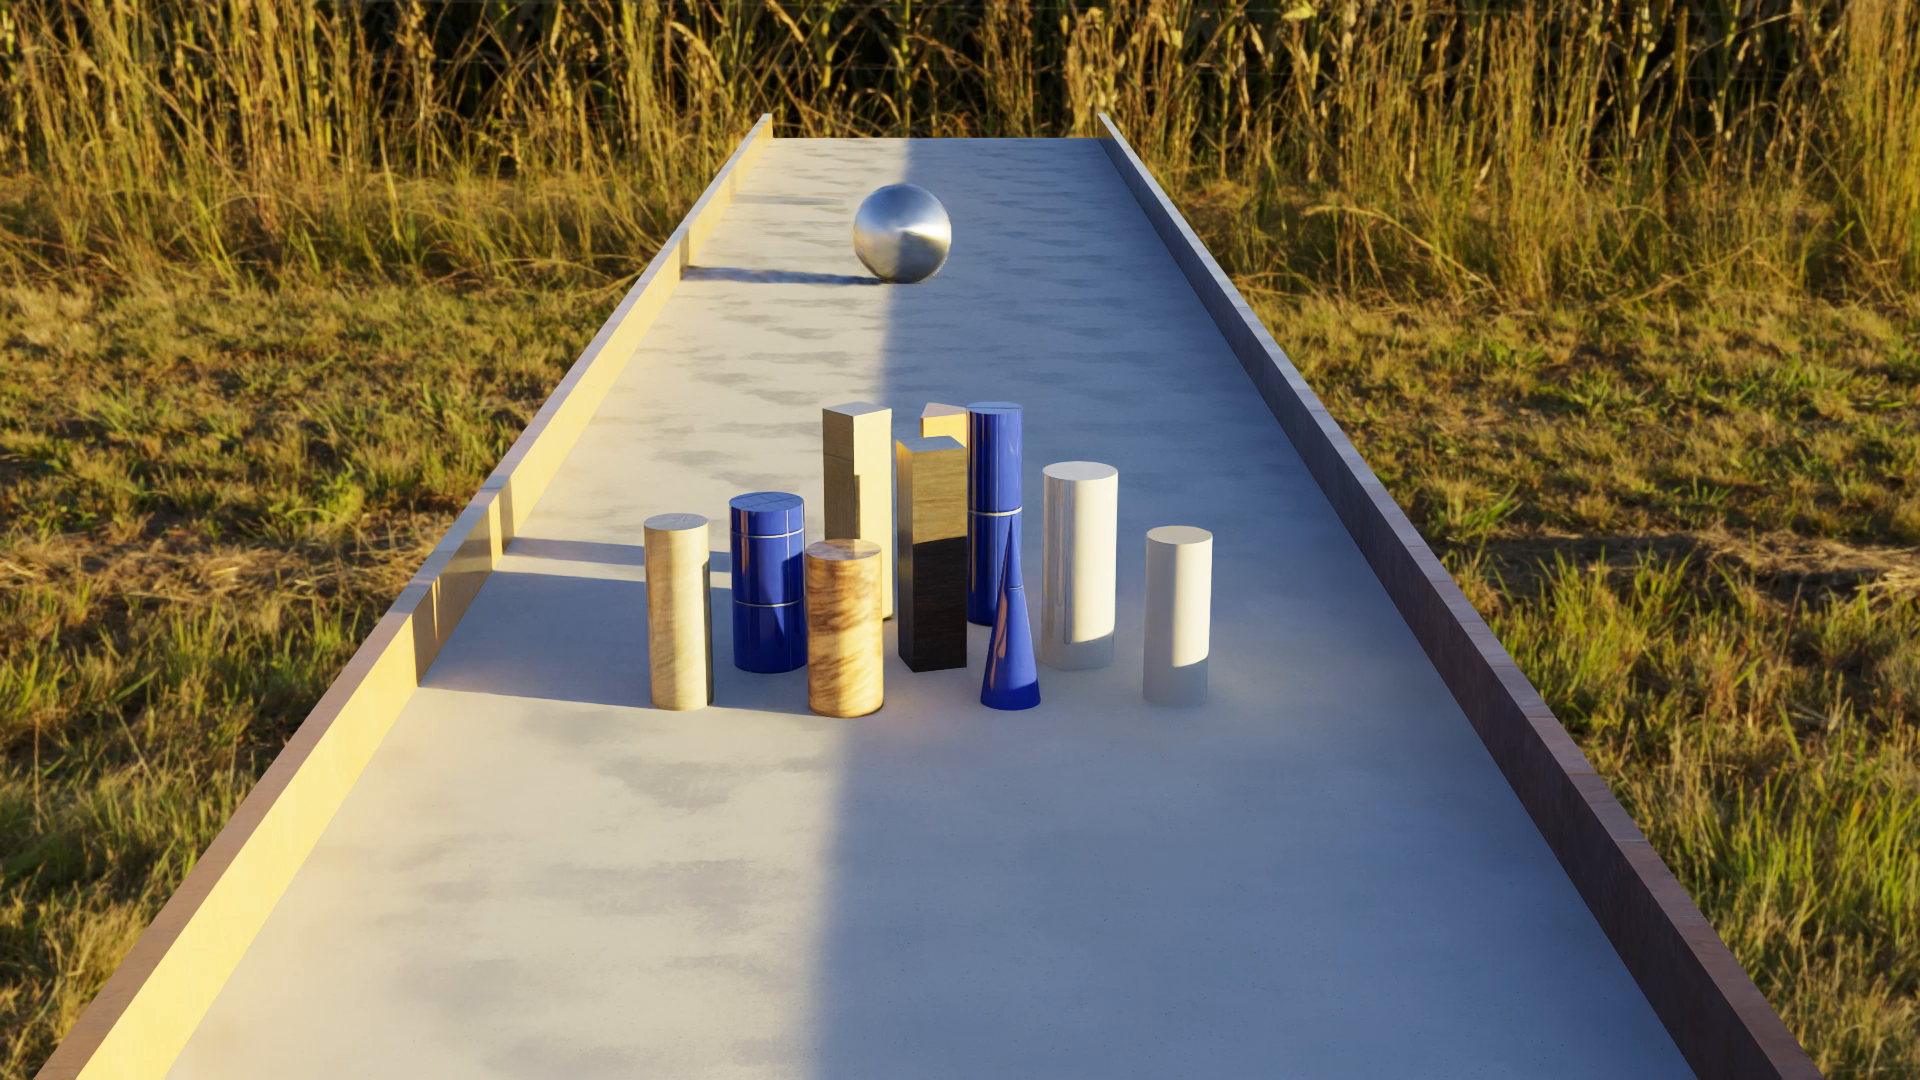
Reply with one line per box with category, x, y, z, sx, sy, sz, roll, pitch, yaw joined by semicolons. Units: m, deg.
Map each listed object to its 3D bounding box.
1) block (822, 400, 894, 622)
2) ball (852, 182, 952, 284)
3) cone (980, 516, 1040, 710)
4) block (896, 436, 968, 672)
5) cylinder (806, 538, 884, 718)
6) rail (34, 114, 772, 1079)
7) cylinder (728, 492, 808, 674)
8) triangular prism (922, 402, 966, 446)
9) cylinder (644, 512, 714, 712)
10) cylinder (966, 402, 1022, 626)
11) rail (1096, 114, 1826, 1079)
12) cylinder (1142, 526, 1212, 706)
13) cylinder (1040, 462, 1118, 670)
block;-0.213;-0.053;4.604;0.101;0.456;0.101;-15;22;-41
ball;-0.227;-1.193;8.559;0.388;0.388;0.388;0;17;0
cone;0.097;0.125;4.147;0.116;0.375;0.116;0;17;0
block;-0.056;0.028;4.346;0.110;0.449;0.110;-5;17;-17
cylinder;-0.216;0.165;4.130;0.142;0.308;0.142;0;17;0
rail;-1.118;-0.838;7.780;0.050;0.150;12.000;0;17;-1
cylinder;-0.380;0.084;4.361;0.147;0.333;0.147;0;17;0
triangular prism;-0.041;-0.105;4.902;0.150;0.386;0.130;-7;18;-23
cylinder;-0.530;0.136;4.150;0.120;0.354;0.120;0;17;0
cylinder;0.071;-0.054;4.605;0.117;0.458;0.117;0;17;0
rail;0.932;-0.844;7.801;0.050;0.150;12.000;0;17;-1
cylinder;0.412;0.145;4.177;0.123;0.322;0.123;0;17;0
cylinder;0.236;0.050;4.376;0.147;0.389;0.147;0;17;0
